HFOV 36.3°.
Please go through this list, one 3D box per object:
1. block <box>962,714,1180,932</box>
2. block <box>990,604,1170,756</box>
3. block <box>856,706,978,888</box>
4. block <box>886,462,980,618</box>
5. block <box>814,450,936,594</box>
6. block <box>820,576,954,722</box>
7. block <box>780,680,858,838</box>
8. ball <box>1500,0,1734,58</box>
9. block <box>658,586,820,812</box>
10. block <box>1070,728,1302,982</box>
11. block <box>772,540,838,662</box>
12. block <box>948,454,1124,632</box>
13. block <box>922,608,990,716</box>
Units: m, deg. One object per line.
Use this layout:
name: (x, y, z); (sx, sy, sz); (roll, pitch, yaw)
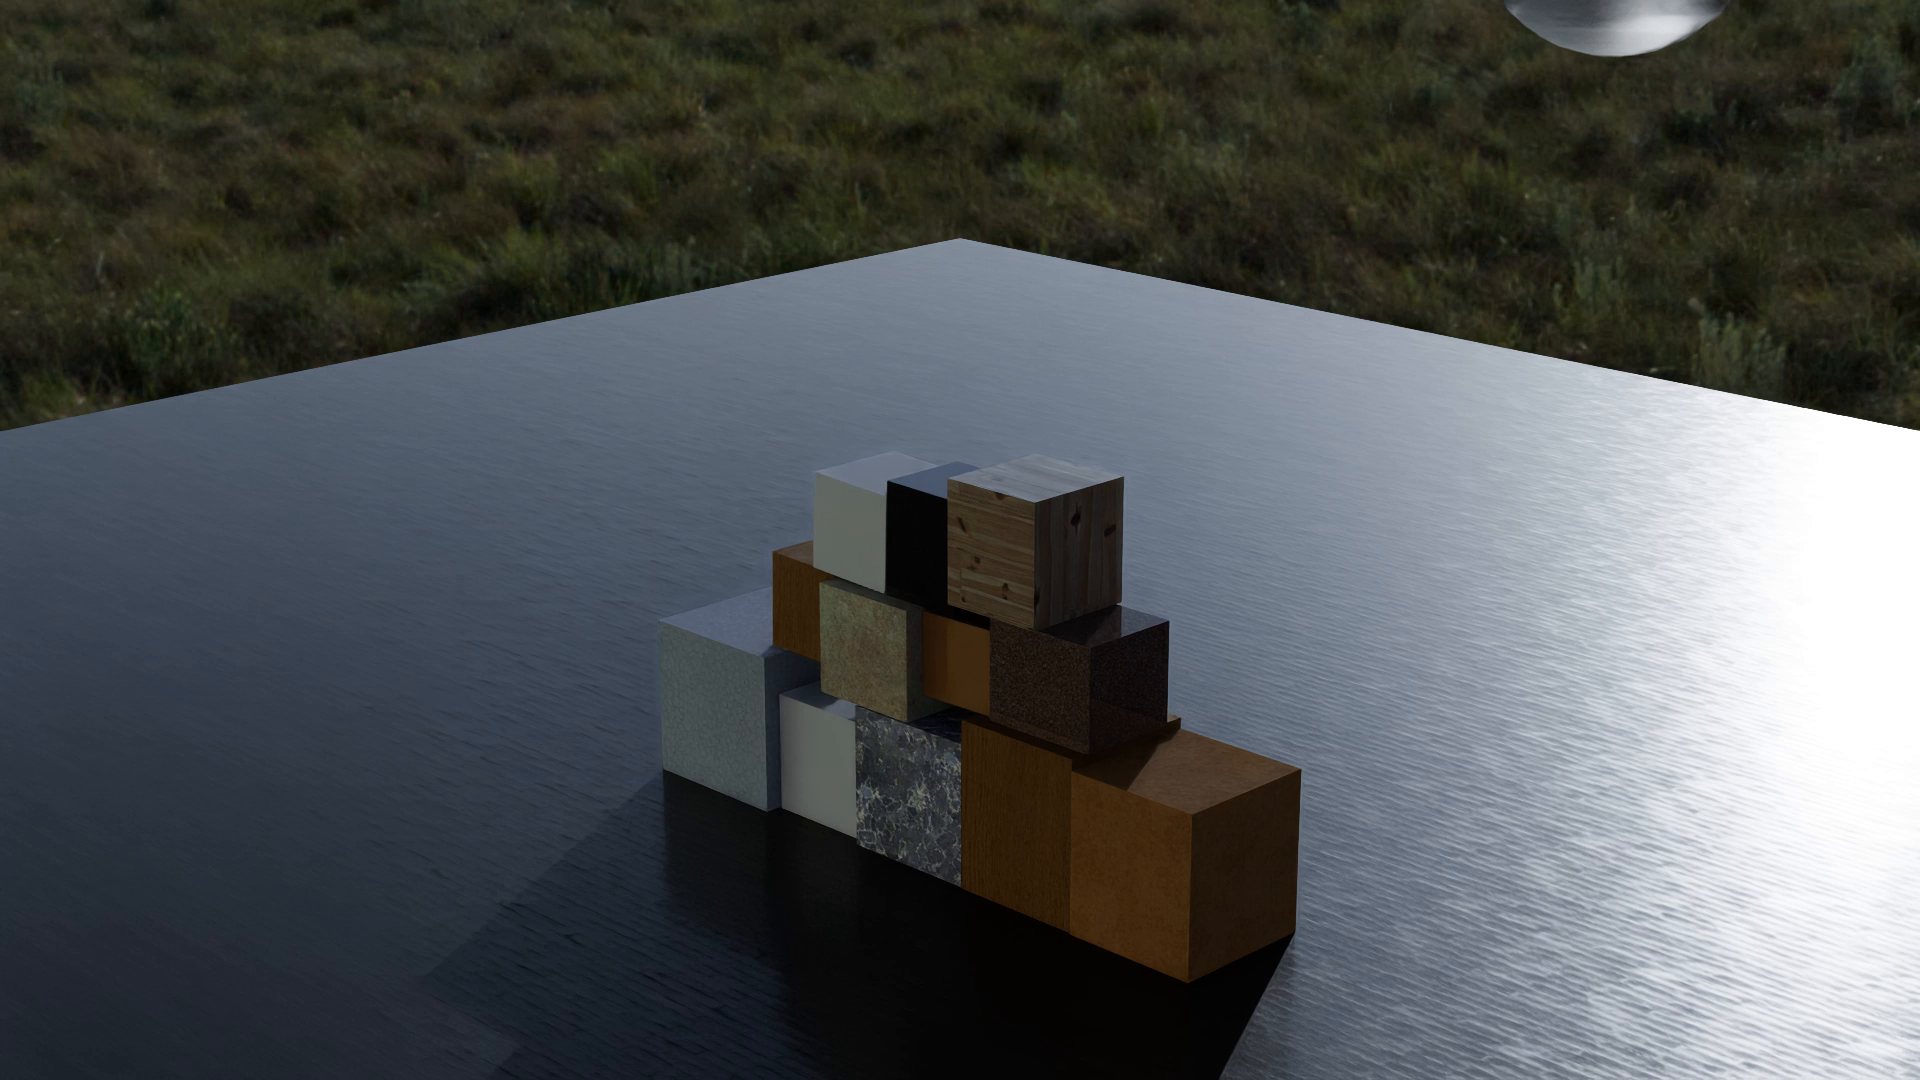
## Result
block: (0.497, 1.187, 13.205); (0.717, 0.817, 0.670); (-17, 24, -42)
block: (0.525, 0.578, 12.960); (0.511, 0.492, 0.602); (-17, 24, -42)
block: (0.004, 1.099, 13.686); (0.693, 0.696, 0.694); (-17, 24, -42)
block: (-0.017, -0.008, 13.345); (0.438, 0.545, 0.453); (18, 25, 42)
block: (-0.332, -0.088, 13.683); (0.505, 0.470, 0.485); (-17, 26, -42)
block: (-0.227, 0.449, 13.697); (0.623, 0.539, 0.581); (-17, 24, -42)
block: (-0.444, 1.012, 14.142); (0.619, 0.588, 0.572); (-17, 24, -42)
ball: (3.610, -3.452, 16.041); (1.600, 1.600, 1.600); (0, 17, 0)
block: (-0.939, 0.773, 14.571); (0.766, 0.789, 0.788); (-17, 24, -42)
block: (0.976, 1.357, 12.744); (0.721, 0.769, 0.683); (-17, 24, -42)
block: (-0.569, 0.278, 14.054); (0.484, 0.470, 0.448); (-17, 25, -42)
block: (0.334, 0.003, 12.993); (0.570, 0.585, 0.529); (-17, 24, -42)
block: (0.138, 0.511, 13.331); (0.430, 0.405, 0.445); (-17, 23, -42)
